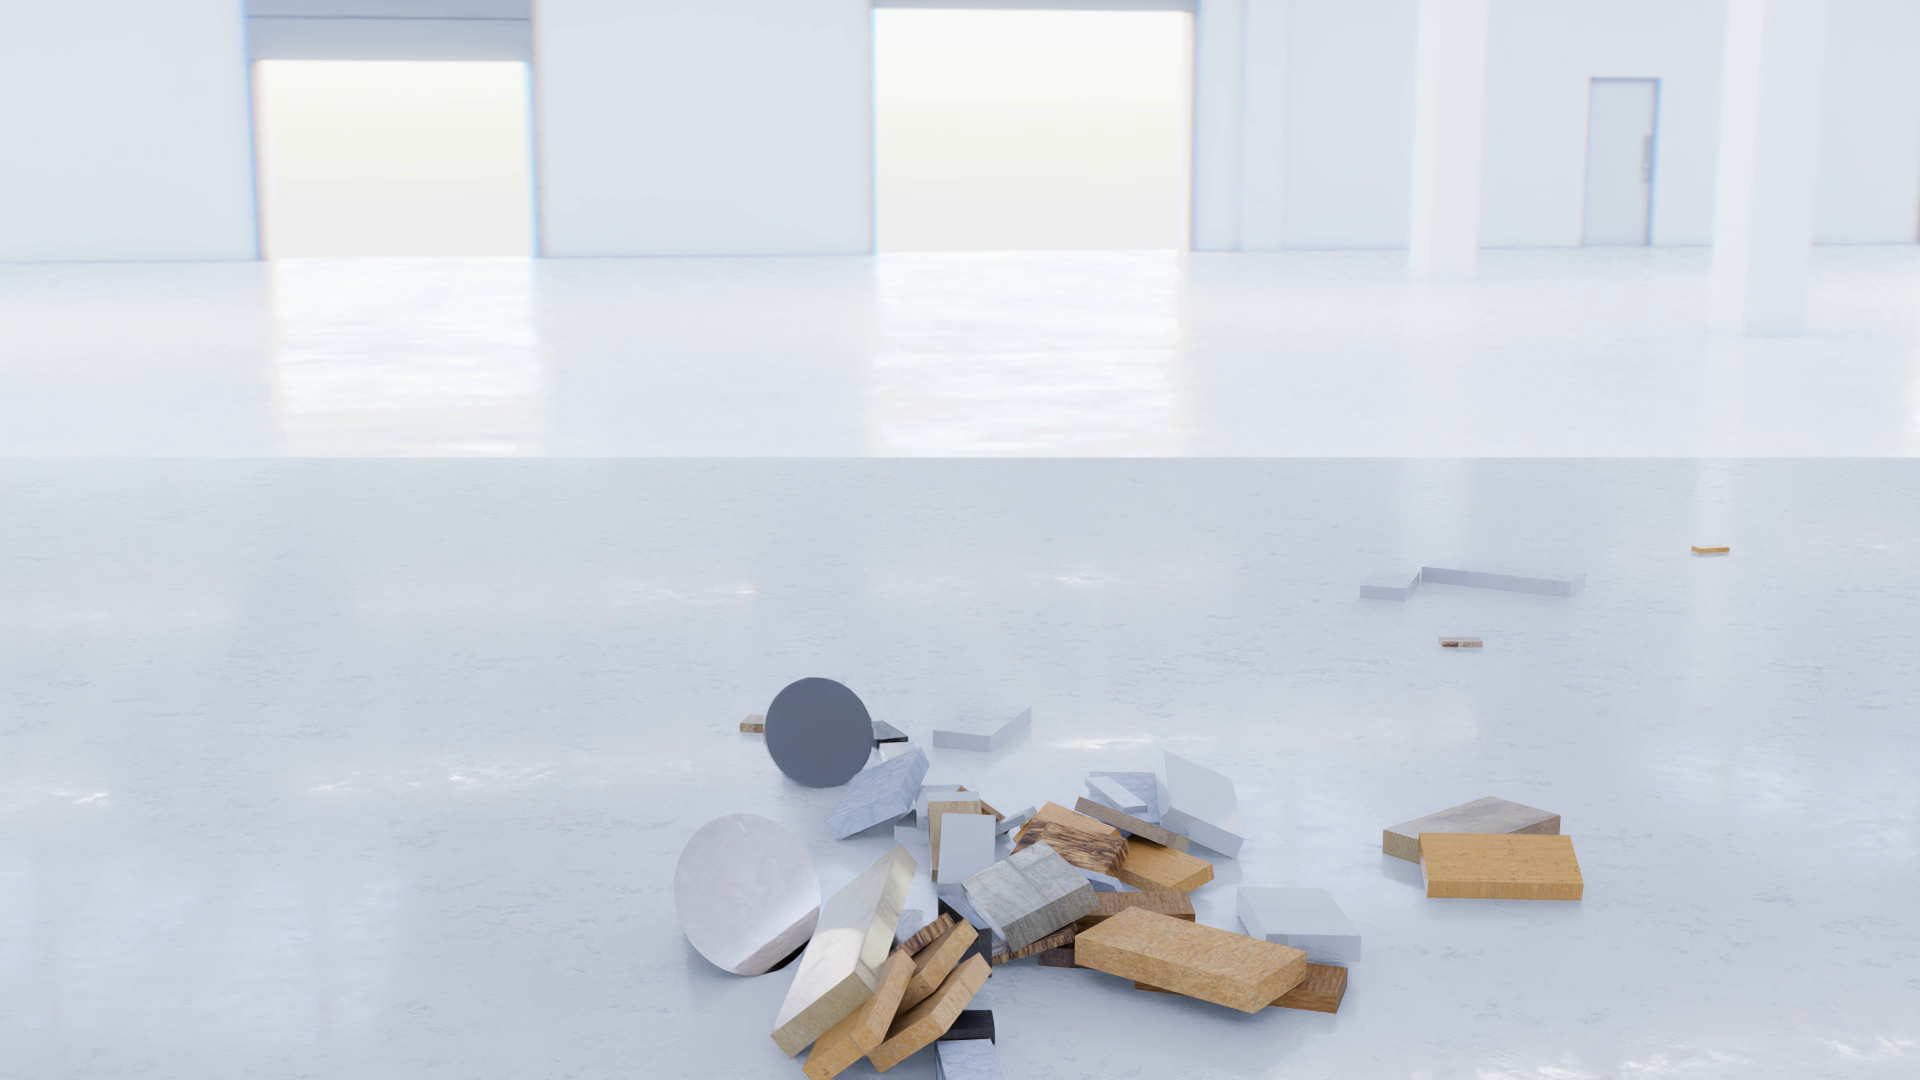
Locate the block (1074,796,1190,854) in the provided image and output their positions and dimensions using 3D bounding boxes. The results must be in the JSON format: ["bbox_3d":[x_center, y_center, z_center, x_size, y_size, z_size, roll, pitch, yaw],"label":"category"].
[{"bbox_3d":[0.300,0.496,3.832,0.184,0.026,0.092,18,-6,32],"label":"block"}]

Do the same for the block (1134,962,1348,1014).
[{"bbox_3d":[0.417,0.650,3.262,0.298,0.030,0.107,3,11,18],"label":"block"}]

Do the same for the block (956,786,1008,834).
[{"bbox_3d":[0.043,0.490,3.993,0.109,0.015,0.054,36,6,-9],"label":"block"}]

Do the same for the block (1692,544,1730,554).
[{"bbox_3d":[2.274,0.026,6.665,0.100,0.014,0.050,-3,11,-15],"label":"block"}]

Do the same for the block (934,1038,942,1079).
[{"bbox_3d":[0.005,0.710,2.964,0.074,0.021,0.149,0,11,-2],"label":"block"}]

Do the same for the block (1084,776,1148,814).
[{"bbox_3d":[0.286,0.469,4.046,0.047,0.013,0.191,-3,11,-18],"label":"block"}]

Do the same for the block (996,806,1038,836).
[{"bbox_3d":[0.081,0.509,3.926,0.109,0.015,0.054,-27,-1,24],"label":"block"}]

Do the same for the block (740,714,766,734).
[{"bbox_3d":[-0.390,0.393,4.675,0.140,0.020,0.070,2,11,11],"label":"block"}]

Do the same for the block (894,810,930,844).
[{"bbox_3d":[-0.045,0.512,4.018,0.093,0.026,0.186,3,11,18],"label":"block"}]

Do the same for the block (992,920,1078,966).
[{"bbox_3d":[0.110,0.614,3.351,0.139,0.015,0.054,-20,9,16],"label":"block"}]

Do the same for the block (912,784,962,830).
[{"bbox_3d":[-0.036,0.486,4.010,0.093,0.026,0.186,-1,11,-4],"label":"block"}]

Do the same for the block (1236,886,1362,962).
[{"bbox_3d":[0.525,0.597,3.432,0.143,0.041,0.286,2,5,-2],"label":"block"}]

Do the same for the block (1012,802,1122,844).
[{"bbox_3d":[0.186,0.520,3.827,0.097,0.027,0.194,-44,29,-21],"label":"block"}]

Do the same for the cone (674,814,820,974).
[{"bbox_3d":[-0.385,0.576,3.444,0.247,0.247,0.247,-7,-14,-34],"label":"cone"}]

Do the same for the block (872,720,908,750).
[{"bbox_3d":[-0.168,0.407,4.600,0.070,0.020,0.140,-5,12,-24],"label":"block"}]

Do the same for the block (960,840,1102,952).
[{"bbox_3d":[0.108,0.559,3.477,0.153,0.043,0.305,-26,9,-9],"label":"block"}]

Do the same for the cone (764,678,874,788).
[{"bbox_3d":[-0.314,0.407,4.383,0.222,0.222,0.222,-5,-15,-23],"label":"cone"}]

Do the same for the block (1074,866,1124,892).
[{"bbox_3d":[0.223,0.570,3.633,0.108,0.054,0.015,9,49,40],"label":"block"}]

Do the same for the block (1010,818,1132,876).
[{"bbox_3d":[0.184,0.535,3.737,0.196,0.027,0.097,7,48,39],"label":"block"}]

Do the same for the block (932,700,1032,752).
[{"bbox_3d":[0.048,0.392,4.635,0.126,0.036,0.253,4,11,21],"label":"block"}]

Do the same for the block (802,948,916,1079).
[{"bbox_3d":[-0.136,0.652,3.014,0.116,0.033,0.231,-38,5,17],"label":"block"}]

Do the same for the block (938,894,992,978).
[{"bbox_3d":[0.007,0.606,3.365,0.022,0.079,0.158,-4,11,-23],"label":"block"}]

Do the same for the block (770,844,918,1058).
[{"bbox_3d":[-0.164,0.598,3.267,0.153,0.043,0.549,-39,5,11],"label":"block"}]

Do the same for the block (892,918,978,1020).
[{"bbox_3d":[-0.057,0.629,3.187,0.116,0.033,0.231,-38,-2,19],"label":"block"}]

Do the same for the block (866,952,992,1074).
[{"bbox_3d":[-0.040,0.655,3.057,0.116,0.033,0.231,-36,-1,20],"label":"block"}]

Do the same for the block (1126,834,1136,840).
[{"bbox_3d":[0.318,0.533,3.862,0.047,0.013,0.094,19,30,26],"label":"block"}]

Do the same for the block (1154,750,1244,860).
[{"bbox_3d":[0.434,0.478,4.014,0.143,0.041,0.360,23,11,-1],"label":"block"}]

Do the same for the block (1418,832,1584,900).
[{"bbox_3d":[0.904,0.547,3.688,0.253,0.036,0.126,1,31,3],"label":"block"}]

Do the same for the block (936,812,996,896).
[{"bbox_3d":[0.012,0.532,3.720,0.092,0.026,0.184,2,32,1],"label":"block"}]

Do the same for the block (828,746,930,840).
[{"bbox_3d":[-0.147,0.466,4.066,0.143,0.041,0.286,-24,7,11],"label":"block"}]

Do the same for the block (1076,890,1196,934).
[{"bbox_3d":[0.256,0.584,3.449,0.213,0.030,0.107,-1,10,-1],"label":"block"}]

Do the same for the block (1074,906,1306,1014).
[{"bbox_3d":[0.339,0.616,3.243,0.305,0.043,0.153,8,14,37],"label":"block"}]

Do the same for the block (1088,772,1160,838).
[{"bbox_3d":[0.316,0.494,4.065,0.154,0.044,0.308,1,11,3],"label":"block"}]

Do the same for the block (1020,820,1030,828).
[{"bbox_3d":[0.159,0.525,3.977,0.054,0.015,0.109,-6,12,-28],"label":"block"}]

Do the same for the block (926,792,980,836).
[{"bbox_3d":[-0.008,0.509,3.859,0.093,0.026,0.186,-1,31,-4],"label":"block"}]

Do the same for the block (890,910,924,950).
[{"bbox_3d":[-0.102,0.618,3.456,0.079,0.022,0.158,1,11,4],"label":"block"}]

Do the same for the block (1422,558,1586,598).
[{"bbox_3d":[1.523,0.104,6.169,0.422,0.044,0.154,6,12,30],"label":"block"}]

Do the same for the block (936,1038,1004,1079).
[{"bbox_3d":[0.013,0.700,2.904,0.074,0.021,0.149,-1,11,-7],"label":"block"}]

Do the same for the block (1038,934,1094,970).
[{"bbox_3d":[0.194,0.617,3.441,0.107,0.030,0.213,2,10,12],"label":"block"}]

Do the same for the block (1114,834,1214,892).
[{"bbox_3d":[0.328,0.555,3.725,0.097,0.027,0.193,-23,21,-31],"label":"block"}]

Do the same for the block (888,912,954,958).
[{"bbox_3d":[-0.082,0.615,3.303,0.079,0.022,0.158,-39,-8,39],"label":"block"}]

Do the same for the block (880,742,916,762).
[{"bbox_3d":[-0.119,0.437,4.436,0.070,0.020,0.140,-2,11,-10],"label":"block"}]

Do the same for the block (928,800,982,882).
[{"bbox_3d":[-0.006,0.518,3.792,0.092,0.026,0.184,0,32,-3],"label":"block"}]

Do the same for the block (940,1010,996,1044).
[{"bbox_3d":[0.009,0.677,3.055,0.074,0.021,0.148,0,-2,-1],"label":"block"}]

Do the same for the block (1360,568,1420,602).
[{"bbox_3d":[1.191,0.123,6.088,0.126,0.036,0.253,4,11,19],"label":"block"}]

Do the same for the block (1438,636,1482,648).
[{"bbox_3d":[1.240,0.253,5.447,0.100,0.014,0.050,0,11,2],"label":"block"}]

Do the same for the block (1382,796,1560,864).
[{"bbox_3d":[0.912,0.523,3.912,0.308,0.044,0.154,-9,14,-40],"label":"block"}]
